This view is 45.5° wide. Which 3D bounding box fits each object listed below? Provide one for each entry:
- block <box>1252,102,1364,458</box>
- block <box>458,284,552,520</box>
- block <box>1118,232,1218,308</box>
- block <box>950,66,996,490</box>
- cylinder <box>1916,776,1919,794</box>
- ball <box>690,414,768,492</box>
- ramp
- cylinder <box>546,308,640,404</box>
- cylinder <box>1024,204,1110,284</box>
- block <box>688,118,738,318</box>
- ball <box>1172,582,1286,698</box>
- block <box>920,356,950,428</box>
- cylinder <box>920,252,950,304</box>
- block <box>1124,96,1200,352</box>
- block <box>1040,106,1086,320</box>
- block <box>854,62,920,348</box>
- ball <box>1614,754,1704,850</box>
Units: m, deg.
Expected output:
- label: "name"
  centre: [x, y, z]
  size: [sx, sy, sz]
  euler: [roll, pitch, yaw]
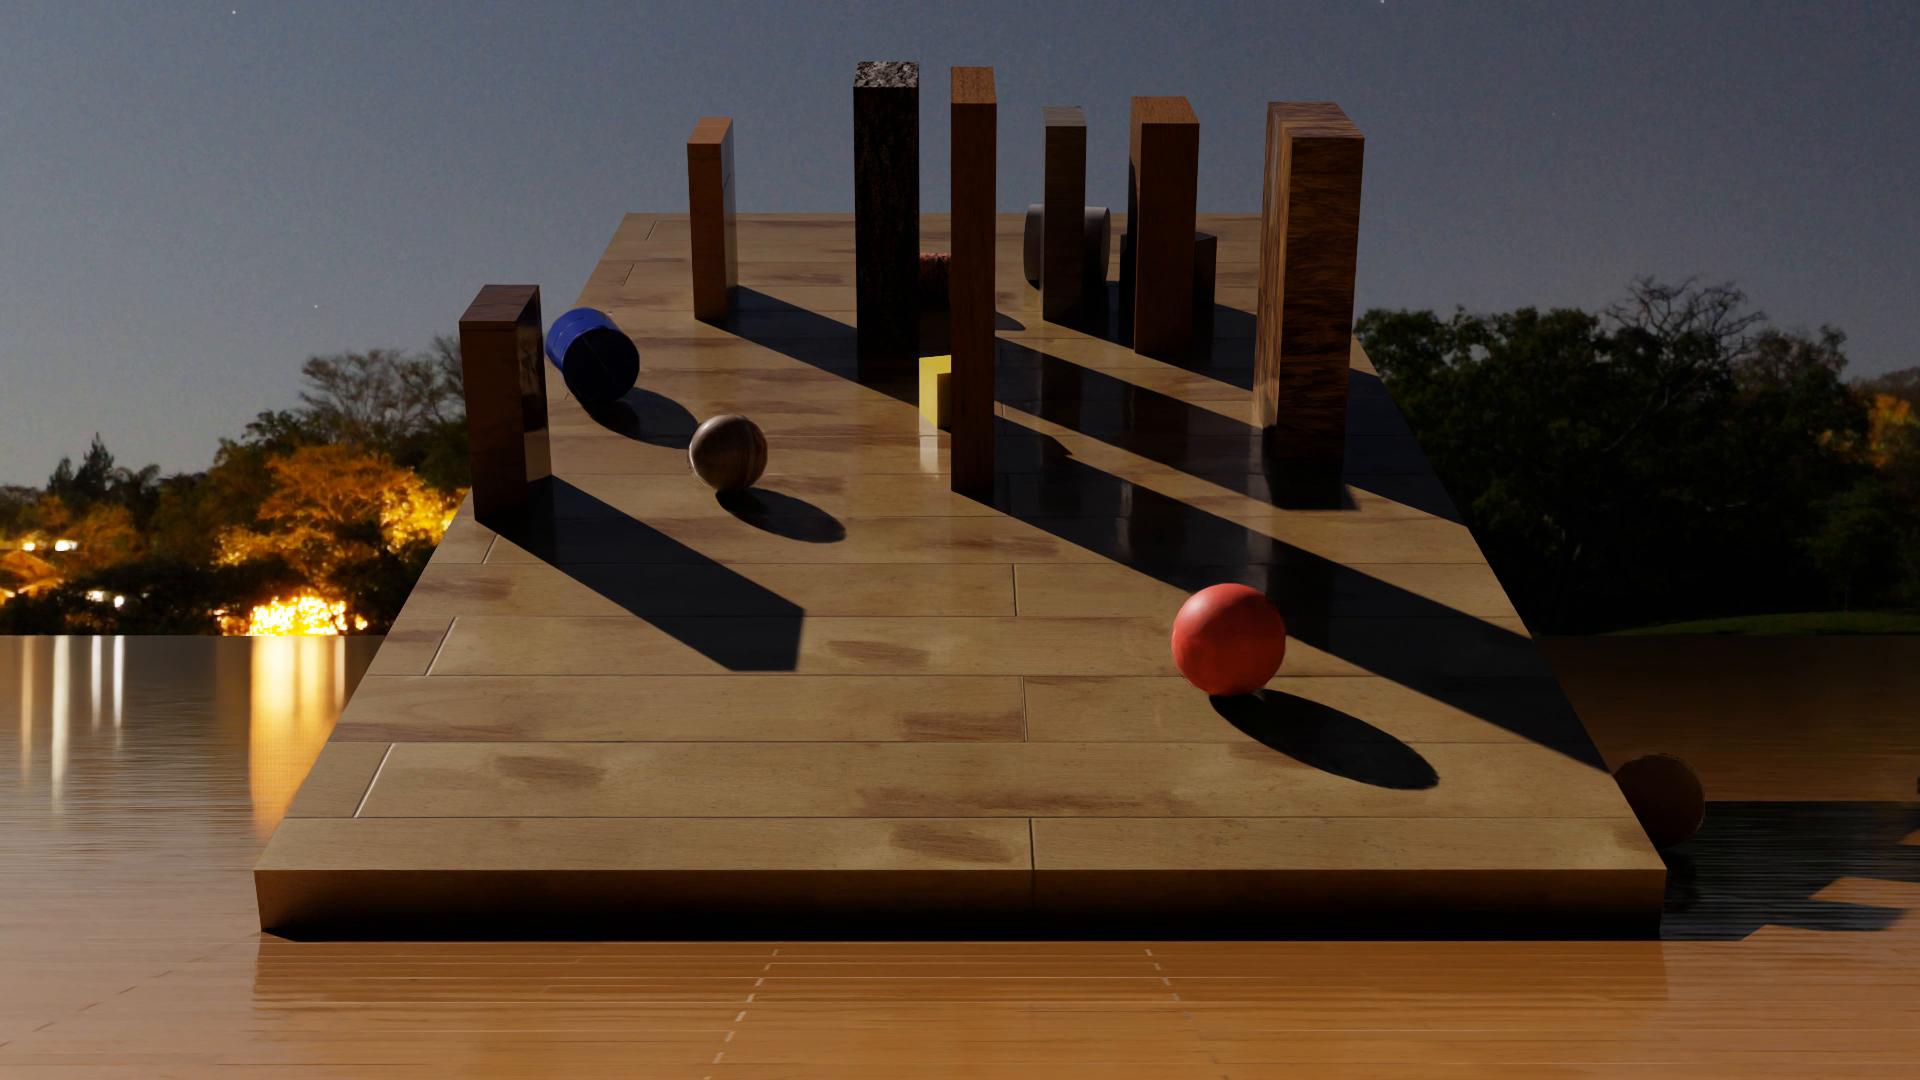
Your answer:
- label: "block"
  centre: [0.743, -0.564, 4.926]
  size: [0.146, 0.687, 0.386]
  euler: [0, 21, 0]
- label: "block"
  centre: [-0.905, -0.278, 4.571]
  size: [0.109, 0.408, 0.268]
  euler: [0, 21, 0]
- label: "block"
  centre: [0.544, -0.711, 5.996]
  size: [0.178, 0.178, 0.178]
  euler: [-18, 28, -38]
- label: "block"
  centre: [0.025, -0.545, 4.730]
  size: [0.088, 0.792, 0.409]
  euler: [0, 21, 0]
- label: "cylinder"
  centre: [2.354, 0.588, 5.447]
  size: [0.112, 0.112, 0.112]
  euler: [0, -2, 5]
- label: "ball"
  centre: [-0.470, -0.177, 4.655]
  size: [0.160, 0.160, 0.160]
  euler: [0, -2, 0]
- label: "ramp"
  centre: [-0.006, -0.217, 5.117]
  size: [2.000, 0.100, 4.000]
  euler: [0, 21, 0]
- label: "cylinder"
  centre: [-0.845, -0.424, 5.257]
  size: [0.179, 0.179, 0.179]
  euler: [1, 20, -24]
- label: "cylinder"
  centre: [0.290, -0.799, 6.179]
  size: [0.207, 0.207, 0.207]
  euler: [4, -1, 10]
- label: "block"
  centre: [-0.639, -0.839, 5.942]
  size: [0.084, 0.453, 0.336]
  euler: [0, 21, 0]
- label: "ball"
  centre: [0.441, 0.164, 3.753]
  size: [0.187, 0.187, 0.187]
  euler: [0, -2, 0]
- label: "block"
  centre: [-0.012, -0.334, 5.106]
  size: [0.125, 0.125, 0.125]
  euler: [-7, 23, -18]
- label: "cylinder"
  centre: [-0.089, -0.685, 5.986]
  size: [0.134, 0.134, 0.134]
  euler: [3, -2, 7]
- label: "block"
  centre: [0.495, -0.782, 5.650]
  size: [0.136, 0.563, 0.342]
  euler: [0, 21, 0]
- label: "block"
  centre: [0.263, -0.845, 5.899]
  size: [0.102, 0.498, 0.267]
  euler: [0, 21, 0]
- label: "block"
  centre: [-0.178, -0.832, 5.668]
  size: [0.150, 0.641, 0.352]
  euler: [0, 21, 0]
- label: "ball"
  centre: [1.366, 0.515, 4.498]
  size: [0.185, 0.185, 0.185]
  euler: [0, -2, 0]
